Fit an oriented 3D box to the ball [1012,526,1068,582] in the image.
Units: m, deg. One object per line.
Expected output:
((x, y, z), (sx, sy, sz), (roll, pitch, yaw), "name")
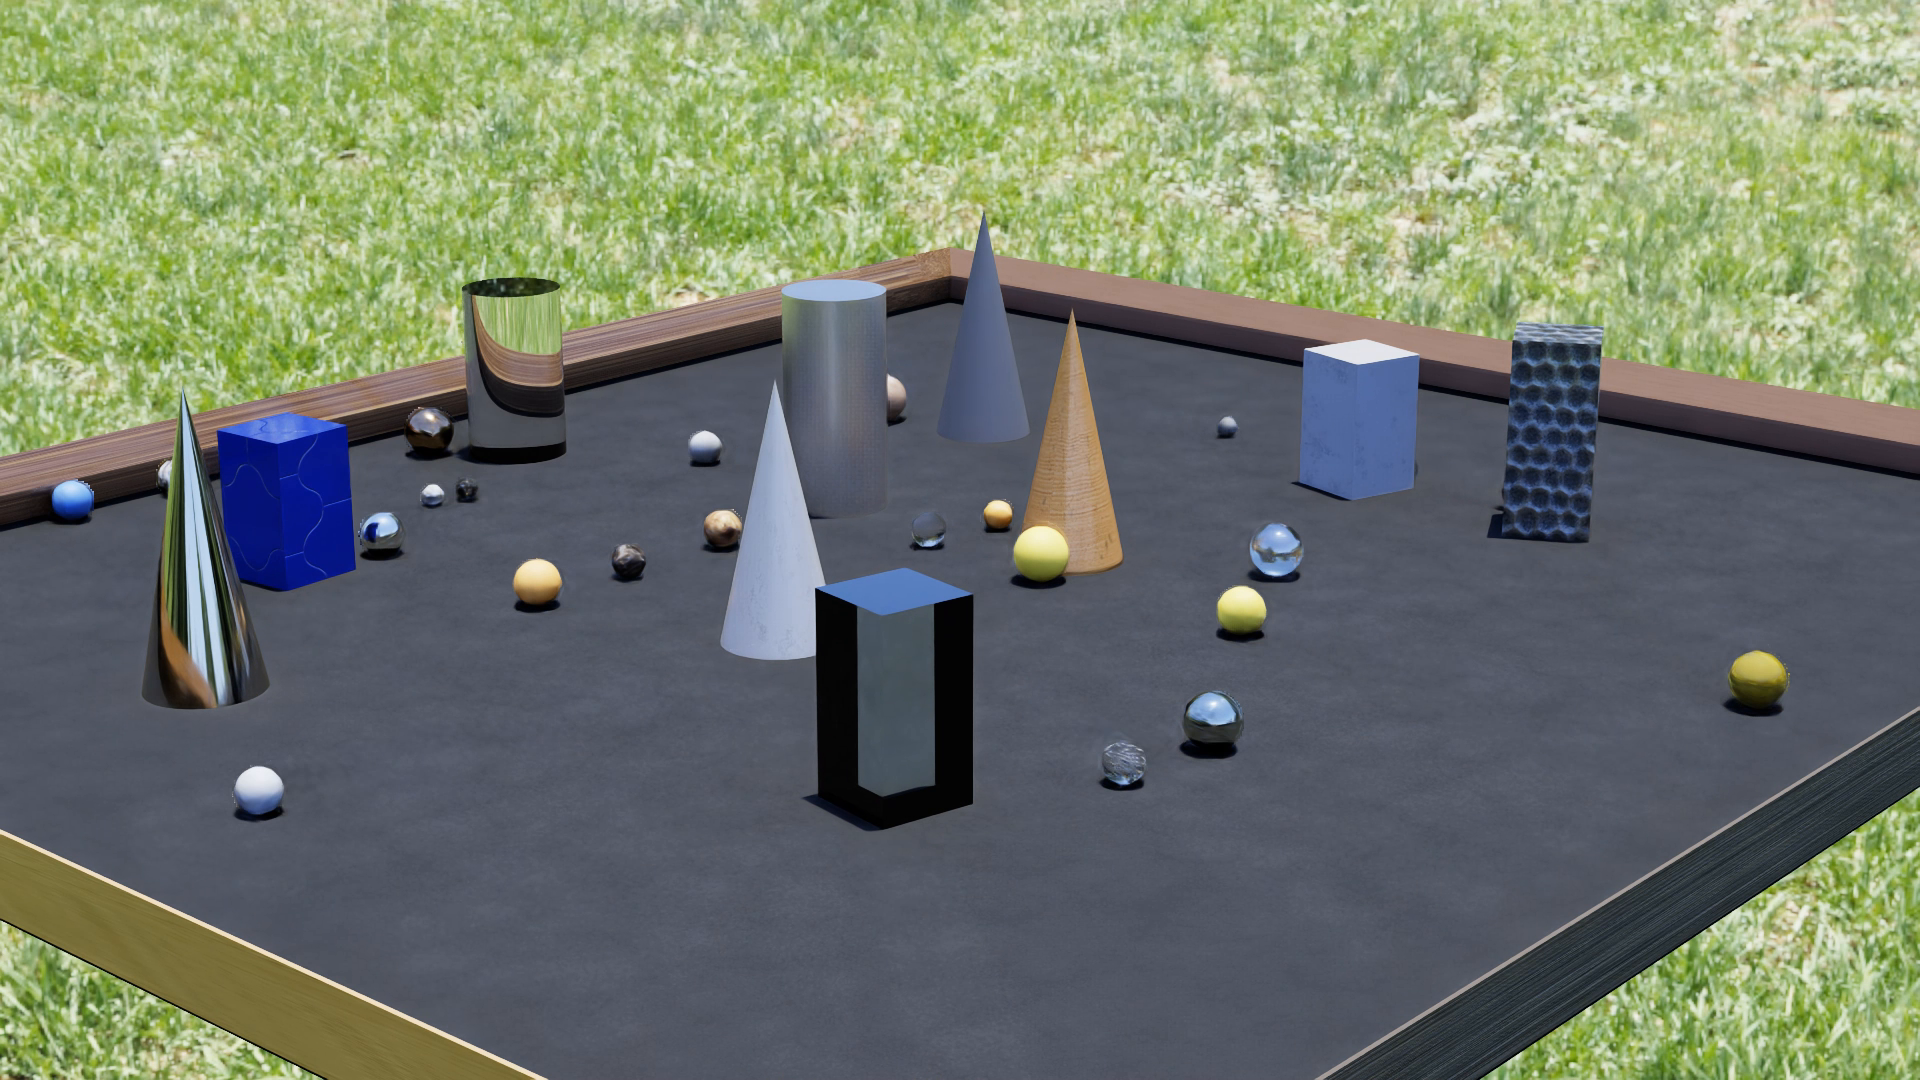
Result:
((0.143, 0.025, 5.200), (0.100, 0.100, 0.100), (0, 17, 0), "ball")

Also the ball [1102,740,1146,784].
((0.239, 0.324, 4.269), (0.065, 0.065, 0.065), (0, 17, 0), "ball")

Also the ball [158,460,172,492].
((-1.536, -0.123, 5.744), (0.070, 0.070, 0.070), (0, 17, 0), "ball")

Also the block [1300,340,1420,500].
((0.786, -0.239, 5.777), (0.159, 0.271, 0.159), (-11, 20, -32), "block")

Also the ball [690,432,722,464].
((-0.518, -0.188, 5.966), (0.066, 0.066, 0.066), (0, 17, 0), "ball")

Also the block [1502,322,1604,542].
((1.108, -0.203, 5.478), (0.159, 0.376, 0.159), (4, 17, 13), "block")

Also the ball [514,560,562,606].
((-0.730, 0.074, 5.067), (0.081, 0.081, 0.081), (0, 17, 0), "ball")

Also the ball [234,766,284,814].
((-0.994, 0.355, 4.158), (0.068, 0.068, 0.068), (0, 17, 0), "ball")

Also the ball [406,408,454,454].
((-1.090, -0.224, 6.029), (0.097, 0.097, 0.097), (0, 17, 0), "ball")

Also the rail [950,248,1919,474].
((1.206, -0.368, 6.450), (3.307, 0.129, 0.045), (14, 22, 39), "rail")

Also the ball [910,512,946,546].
((-0.058, -0.020, 5.408), (0.065, 0.065, 0.065), (0, 17, 0), "ball")

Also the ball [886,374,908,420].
((-0.163, -0.305, 6.296), (0.099, 0.099, 0.099), (0, 17, 0), "ball")

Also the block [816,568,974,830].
((-0.093, 0.223, 4.168), (0.159, 0.316, 0.159), (-13, 21, -36), "block")

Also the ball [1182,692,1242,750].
((0.378, 0.271, 4.399), (0.089, 0.089, 0.089), (0, 17, 0), "ball")

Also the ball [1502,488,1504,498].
((1.077, -0.090, 5.641), (0.066, 0.066, 0.066), (0, 17, 0), "ball")

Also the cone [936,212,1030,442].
((0.050, -0.460, 6.155), (0.199, 0.477, 0.199), (0, 17, 0), "cone")

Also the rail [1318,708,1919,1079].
((1.231, 0.341, 4.097), (0.045, 0.129, 3.728), (14, 22, 39), "rail")

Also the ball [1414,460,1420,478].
((0.891, -0.140, 5.838), (0.048, 0.048, 0.048), (0, 17, 0), "ball")

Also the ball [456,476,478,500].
((-0.961, -0.101, 5.712), (0.045, 0.045, 0.045), (0, 17, 0), "ball")

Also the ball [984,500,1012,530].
((0.072, -0.047, 5.516), (0.055, 0.055, 0.055), (0, 17, 0), "ball")

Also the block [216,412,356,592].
((-1.199, -0.070, 5.224), (0.159, 0.268, 0.159), (12, 21, 35), "block")

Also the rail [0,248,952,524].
((-1.231, -0.276, 6.143), (0.045, 0.129, 3.728), (14, 22, 39), "rail")

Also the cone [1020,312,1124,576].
((0.199, -0.189, 5.270), (0.199, 0.468, 0.199), (0, 17, 0), "cone")

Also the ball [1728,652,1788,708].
((1.245, 0.218, 4.577), (0.089, 0.089, 0.089), (0, 17, 0), "ball")

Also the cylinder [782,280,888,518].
((-0.240, -0.272, 5.628), (0.199, 0.422, 0.199), (0, 17, 0), "cylinder")

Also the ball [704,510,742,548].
((-0.438, -0.021, 5.402), (0.070, 0.070, 0.070), (0, 17, 0), "ball")

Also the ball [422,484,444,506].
((-1.020, -0.087, 5.675), (0.041, 0.041, 0.041), (0, 17, 0), "ball")

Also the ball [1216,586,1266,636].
((0.472, 0.119, 4.919), (0.082, 0.082, 0.082), (0, 17, 0), "ball")

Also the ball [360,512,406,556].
((-1.054, -0.012, 5.358), (0.080, 0.080, 0.080), (0, 17, 0), "ball")

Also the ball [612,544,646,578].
((-0.590, 0.037, 5.228), (0.060, 0.060, 0.060), (0, 17, 0), "ball")

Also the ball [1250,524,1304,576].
((0.565, 0.017, 5.231), (0.095, 0.095, 0.095), (0, 17, 0), "ball")

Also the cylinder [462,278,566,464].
((-0.913, -0.348, 6.011), (0.199, 0.346, 0.199), (0, 17, 0), "cylinder")

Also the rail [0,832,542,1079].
((-1.206, 0.433, 3.789), (3.307, 0.129, 0.045), (14, 22, 39), "rail")

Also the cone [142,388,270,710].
((-1.201, -0.002, 4.601), (0.199, 0.496, 0.199), (0, 17, 0), "cone")

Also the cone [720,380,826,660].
((-0.301, -0.047, 4.833), (0.199, 0.449, 0.199), (0, 17, 0), "cone")

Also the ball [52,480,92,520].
((-1.688, -0.074, 5.571), (0.076, 0.076, 0.076), (0, 17, 0), "ball")

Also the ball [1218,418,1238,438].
((0.563, -0.238, 6.172), (0.042, 0.042, 0.042), (0, 17, 0), "ball")
